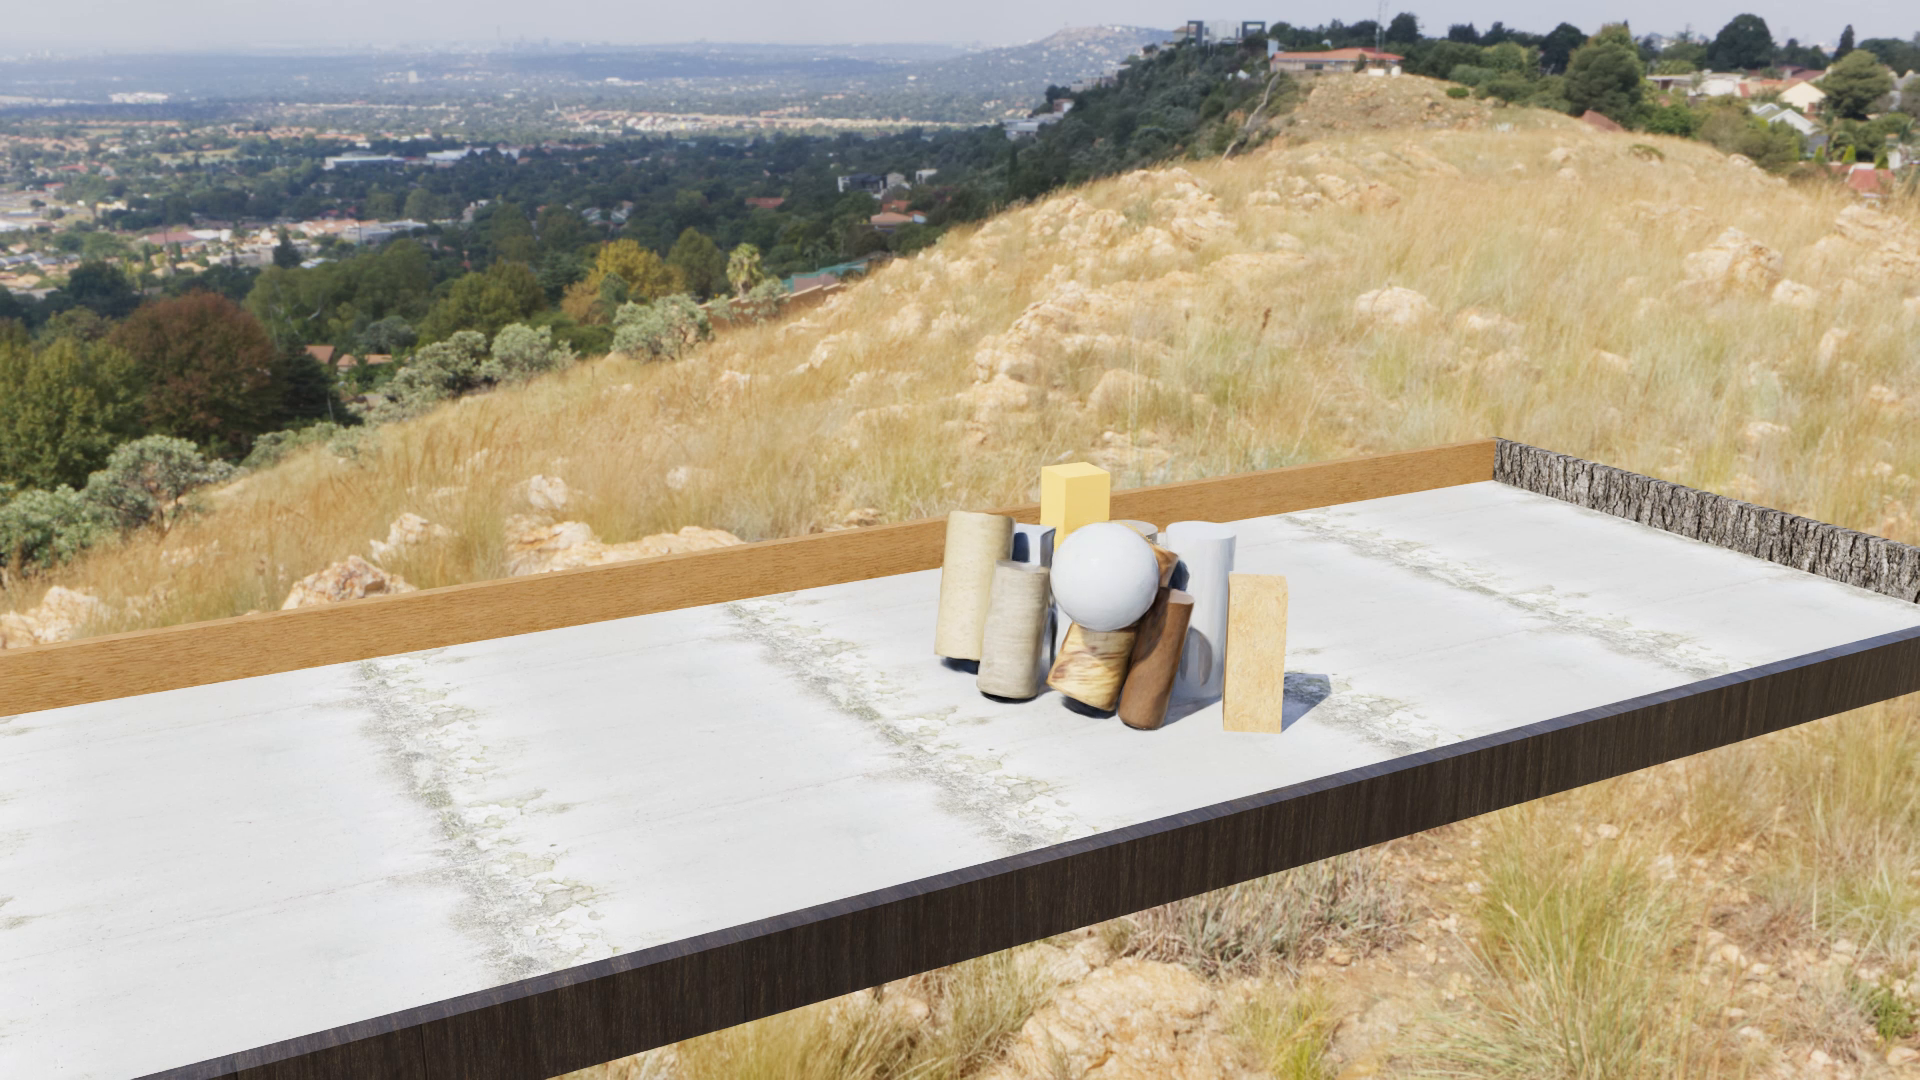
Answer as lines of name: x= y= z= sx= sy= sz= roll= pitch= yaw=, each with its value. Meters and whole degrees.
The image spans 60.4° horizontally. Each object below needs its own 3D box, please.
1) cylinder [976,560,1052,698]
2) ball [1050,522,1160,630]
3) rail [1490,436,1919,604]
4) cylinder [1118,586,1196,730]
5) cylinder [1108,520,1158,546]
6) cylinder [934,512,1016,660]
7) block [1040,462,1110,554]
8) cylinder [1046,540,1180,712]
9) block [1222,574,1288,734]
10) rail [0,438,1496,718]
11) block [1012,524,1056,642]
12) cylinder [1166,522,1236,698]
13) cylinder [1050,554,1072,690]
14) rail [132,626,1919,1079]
cylinder: x=0.135 y=0.217 z=4.025 sx=0.147 sy=0.309 sz=0.147 roll=8 pitch=7 yaw=-1
ball: x=0.327 y=0.082 z=3.731 sx=0.247 sy=0.247 sz=0.247 roll=0 pitch=16 yaw=0
rail: x=2.466 y=-0.048 z=5.253 sx=0.050 sy=0.150 sz=2.100 roll=-9 pitch=18 yaw=-27
cylinder: x=0.456 y=0.274 z=3.837 sx=0.110 sy=0.314 sz=0.110 roll=11 pitch=16 yaw=-3
cylinder: x=0.435 y=0.124 z=4.357 sx=0.165 sy=0.324 sz=0.165 roll=0 pitch=16 yaw=0
cylinder: x=0.038 y=0.119 z=4.231 sx=0.175 sy=0.369 sz=0.175 roll=6 pitch=-2 yaw=0
block: x=0.317 y=0.009 z=4.581 sx=0.138 sy=0.419 sz=0.138 roll=-7 pitch=18 yaw=-24
cylinder: x=0.365 y=0.188 z=3.934 sx=0.175 sy=0.405 sz=0.175 roll=23 pitch=3 yaw=-1
block: x=0.687 y=0.264 z=3.847 sx=0.131 sy=0.344 sz=0.131 roll=2 pitch=17 yaw=7
rail: x=-3.305 y=0.497 z=3.399 sx=12.000 sy=0.150 sz=0.050 roll=-9 pitch=18 yaw=-27
block: x=0.165 y=0.120 z=4.382 sx=0.130 sy=0.306 sz=0.130 roll=6 pitch=11 yaw=20
cylinder: x=0.580 y=0.170 z=4.055 sx=0.170 sy=0.401 sz=0.170 roll=2 pitch=15 yaw=-1
cylinder: x=0.275 y=0.201 z=4.076 sx=0.102 sy=0.334 sz=0.102 roll=1 pitch=16 yaw=0
rail: x=-2.336 y=1.006 z=1.665 sx=12.000 sy=0.150 sz=0.050 roll=-9 pitch=18 yaw=-27
